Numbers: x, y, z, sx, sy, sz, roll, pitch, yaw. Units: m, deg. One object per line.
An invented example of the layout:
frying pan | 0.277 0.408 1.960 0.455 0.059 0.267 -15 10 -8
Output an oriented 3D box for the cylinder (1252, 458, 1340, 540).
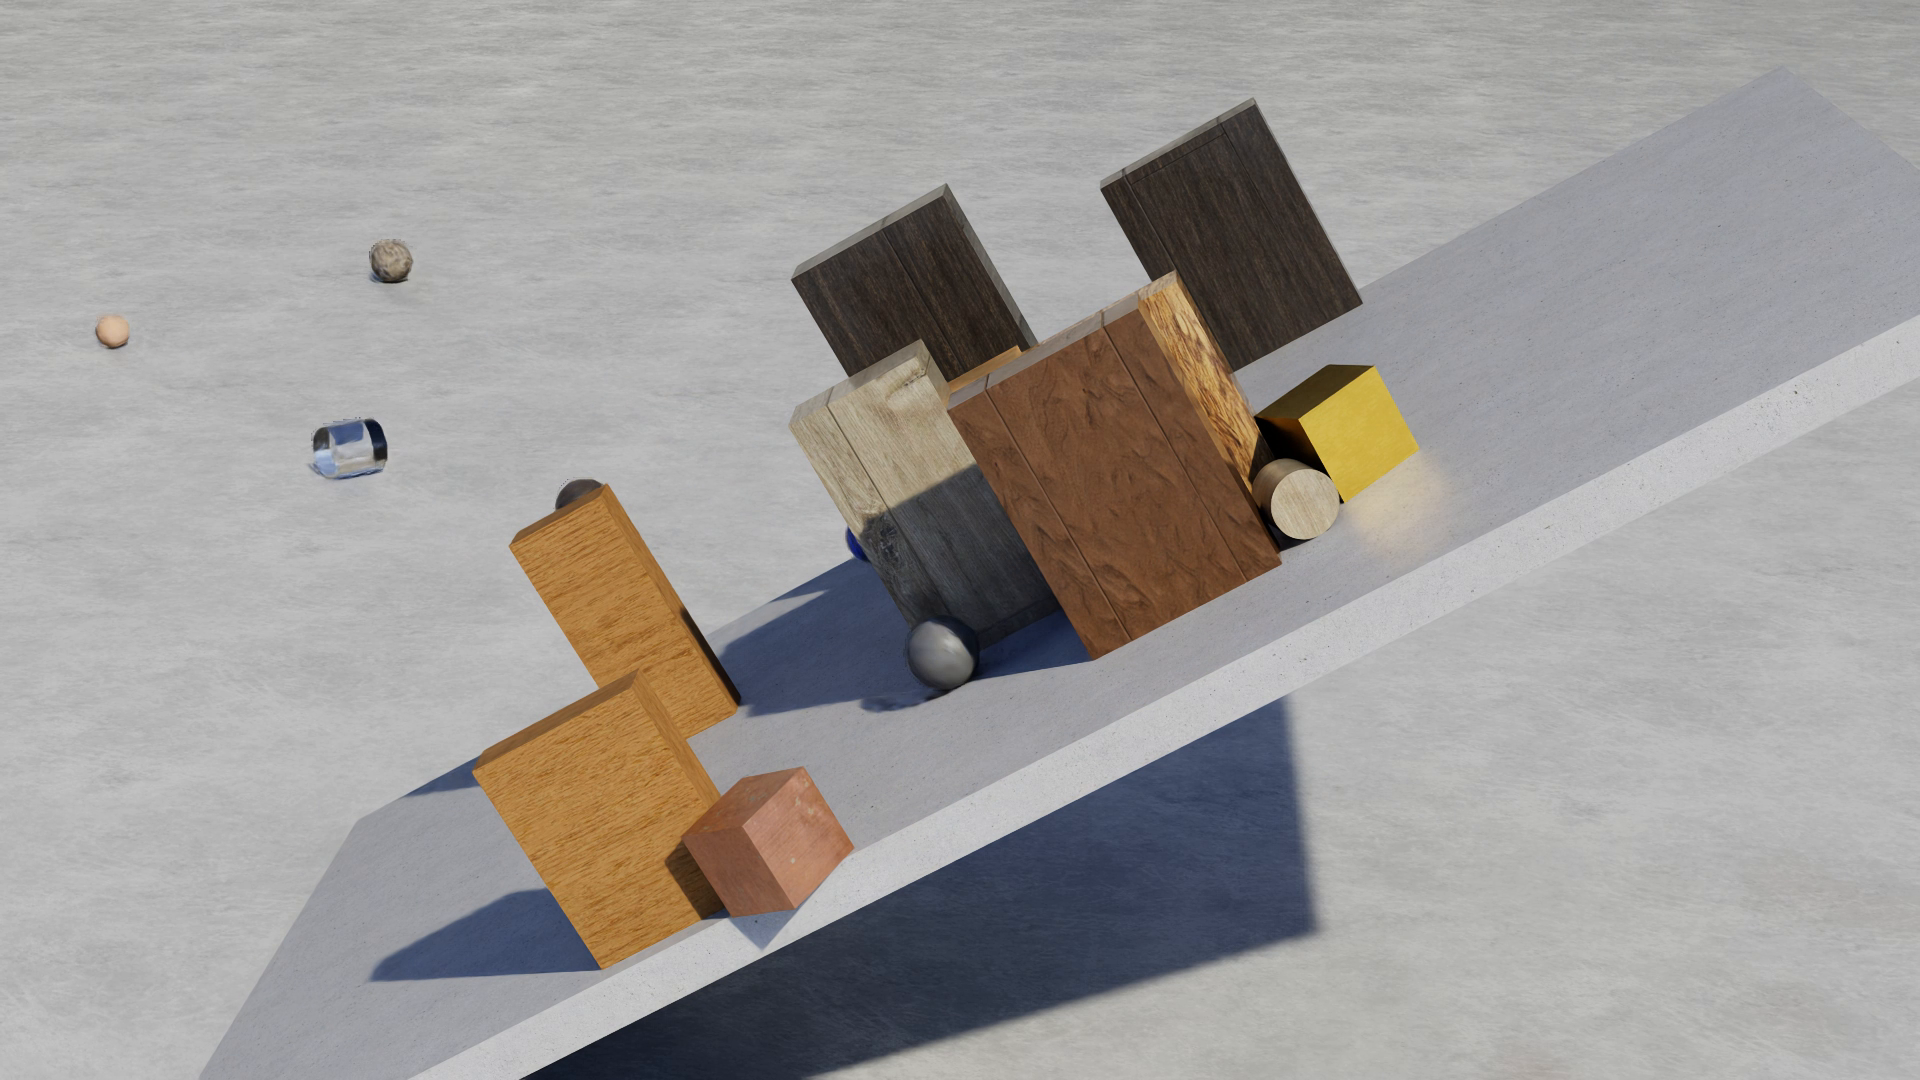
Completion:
cylinder | 0.642 -0.080 5.637 0.135 0.135 0.135 -3 11 -10

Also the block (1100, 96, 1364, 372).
block | 0.639 -0.701 6.921 0.408 0.539 0.099 -28 15 12

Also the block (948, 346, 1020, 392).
block | 0.050 -0.122 6.356 0.409 0.437 0.144 -28 15 12

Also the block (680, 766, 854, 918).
block | -0.352 0.554 5.392 0.185 0.185 0.185 -15 22 46

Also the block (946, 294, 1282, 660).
block | 0.295 -0.116 5.581 0.407 0.567 0.120 -28 15 12

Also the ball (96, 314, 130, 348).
ball | -3.619 -0.893 12.569 0.142 0.142 0.142 0 18 0

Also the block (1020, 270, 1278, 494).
block | 0.398 -0.224 5.850 0.351 0.512 0.110 -28 15 12

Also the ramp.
ramp | 0.142 0.168 6.284 4.000 0.100 2.000 -28 15 12

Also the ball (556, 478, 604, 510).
ball | -1.286 -0.109 10.095 0.206 0.206 0.206 0 18 0

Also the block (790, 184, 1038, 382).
block | -0.017 -0.378 6.704 0.394 0.759 0.140 -28 15 12

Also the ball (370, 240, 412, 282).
ball | -2.651 -1.299 13.718 0.191 0.191 0.191 0 18 0

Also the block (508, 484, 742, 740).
block | -0.751 0.187 6.628 0.240 0.584 0.105 -28 15 12

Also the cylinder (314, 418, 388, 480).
cylinder | -2.236 -0.335 10.790 0.196 0.196 0.196 -14 23 -37

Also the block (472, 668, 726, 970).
block | -0.635 0.524 5.506 0.348 0.460 0.105 -28 15 12

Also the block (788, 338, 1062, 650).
block | -0.063 -0.069 6.062 0.300 0.607 0.148 -28 15 12

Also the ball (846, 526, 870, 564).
ball | -0.211 -0.010 7.119 0.134 0.134 0.134 0 18 0

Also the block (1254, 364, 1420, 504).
block | 0.738 -0.211 5.769 0.192 0.192 0.192 -35 15 -15

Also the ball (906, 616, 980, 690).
ball | -0.034 0.227 5.932 0.149 0.149 0.149 0 18 0
